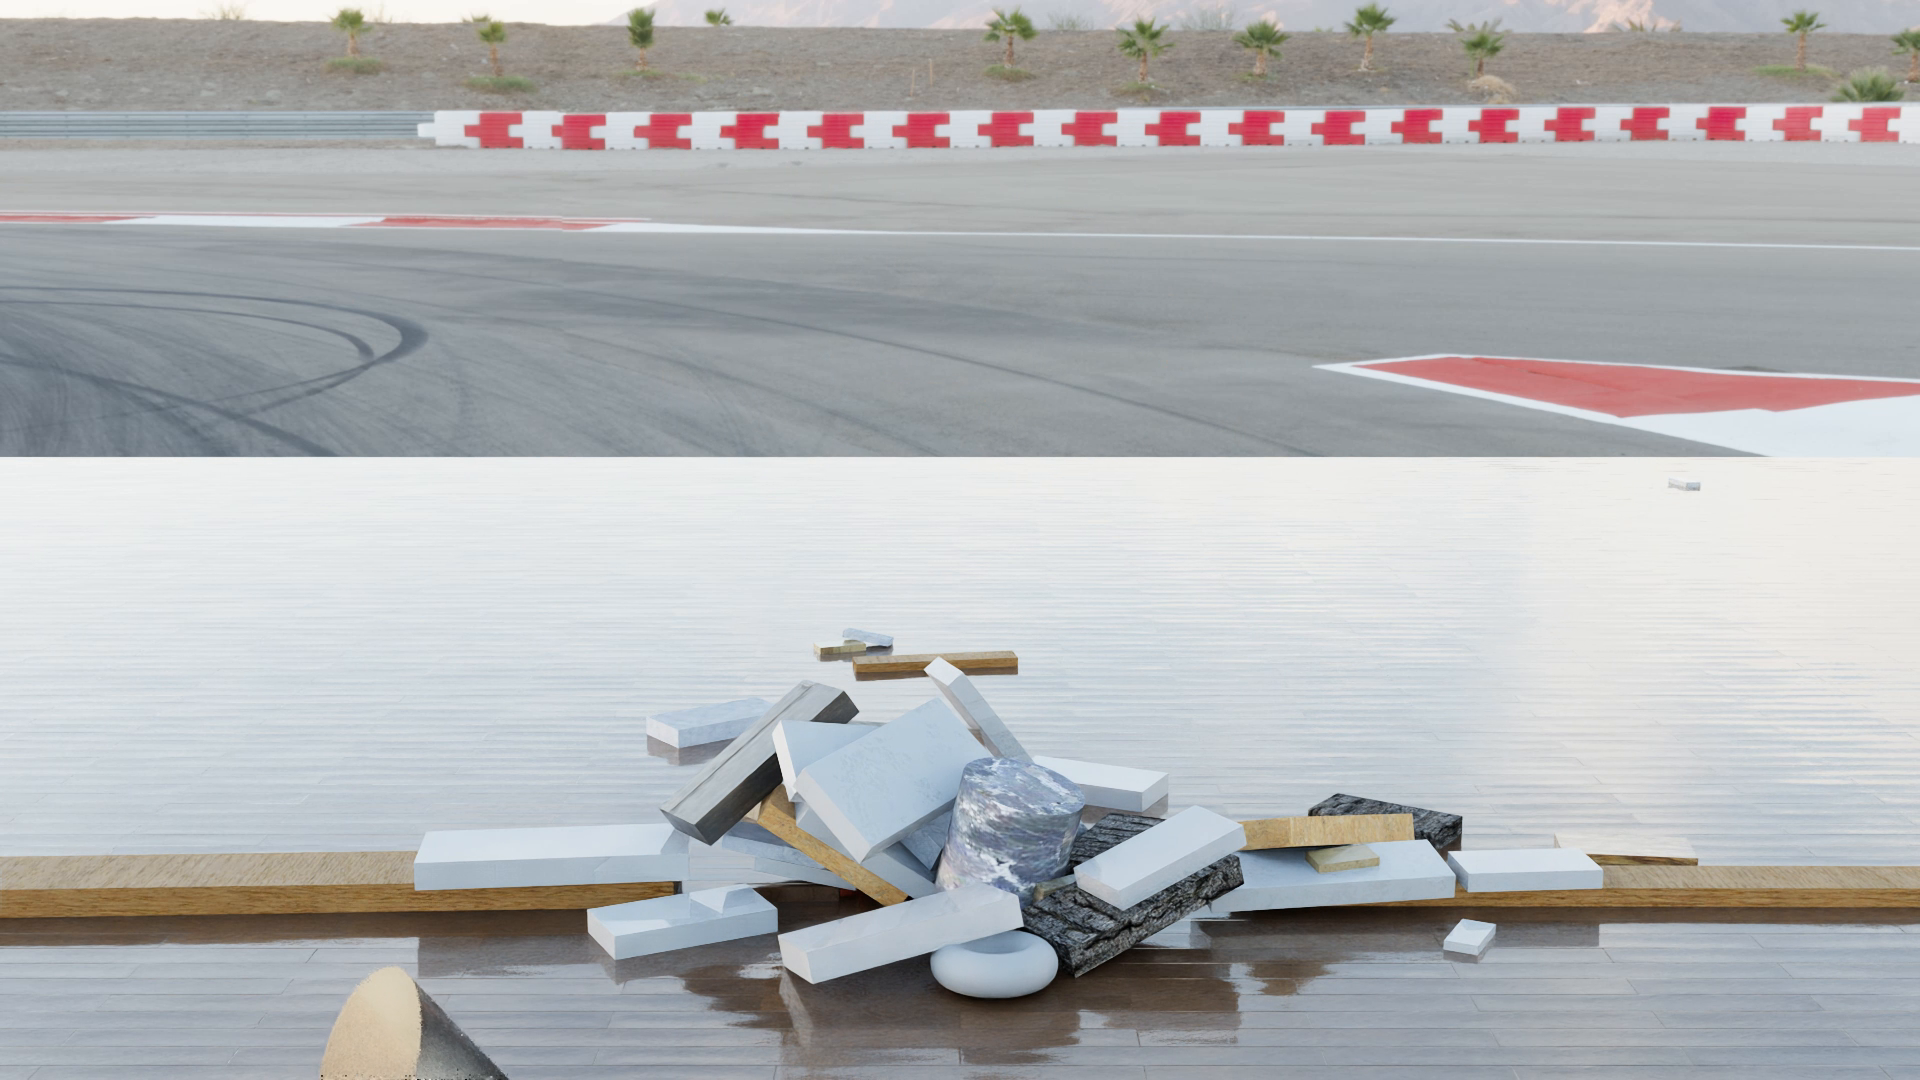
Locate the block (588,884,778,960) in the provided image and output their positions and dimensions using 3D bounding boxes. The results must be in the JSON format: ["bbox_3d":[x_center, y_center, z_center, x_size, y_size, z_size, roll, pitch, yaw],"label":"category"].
[{"bbox_3d":[-0.440,0.604,3.490,0.269,0.038,0.135,-5,12,-27],"label":"block"}]

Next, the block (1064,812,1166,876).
[{"bbox_3d":[0.281,0.540,3.832,0.139,0.039,0.277,4,11,23],"label":"block"}]

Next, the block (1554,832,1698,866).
[{"bbox_3d":[1.155,0.545,3.822,0.225,0.032,0.113,1,11,8],"label":"block"}]

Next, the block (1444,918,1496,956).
[{"bbox_3d":[0.801,0.623,3.452,0.054,0.015,0.107,6,12,27],"label":"block"}]

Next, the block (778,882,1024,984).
[{"bbox_3d":[-0.091,0.591,3.326,0.335,0.047,0.167,-12,2,-19],"label":"block"}]

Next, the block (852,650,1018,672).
[{"bbox_3d":[-0.059,0.289,5.232,0.387,0.021,0.074,-2,11,-10],"label":"block"}]

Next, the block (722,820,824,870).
[{"bbox_3d":[-0.307,0.506,3.660,0.173,0.024,0.086,12,10,-3],"label":"block"}]

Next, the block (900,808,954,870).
[{"bbox_3d":[0.016,0.480,3.776,0.327,0.046,0.163,-1,33,-49],"label":"block"}]

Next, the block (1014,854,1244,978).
[{"bbox_3d":[0.261,0.564,3.442,0.335,0.047,0.167,-23,21,-27],"label":"block"}]

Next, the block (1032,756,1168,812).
[{"bbox_3d":[0.246,0.467,4.224,0.277,0.039,0.139,5,12,25],"label":"block"}]

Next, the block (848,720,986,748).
[{"bbox_3d":[-0.073,0.378,3.729,0.269,0.038,0.135,7,46,-29],"label":"block"}]

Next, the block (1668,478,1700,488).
[{"bbox_3d":[2.611,-0.209,7.926,0.059,0.017,0.117,-2,11,-13],"label":"block"}]

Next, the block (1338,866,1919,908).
[{"bbox_3d":[1.099,0.575,3.660,1.233,0.032,0.113,0,11,0],"label":"block"}]

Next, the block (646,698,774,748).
[{"bbox_3d":[-0.512,0.386,4.664,0.271,0.038,0.135,-8,13,-36],"label":"block"}]

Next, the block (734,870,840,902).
[{"bbox_3d":[-0.287,0.577,3.672,0.173,0.024,0.086,0,11,-2],"label":"block"}]

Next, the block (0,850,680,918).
[{"bbox_3d":[-1.134,0.569,3.653,1.324,0.047,0.167,0,11,-3],"label":"block"}]

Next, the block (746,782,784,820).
[{"bbox_3d":[-0.240,0.477,4.149,0.327,0.046,0.163,-10,14,-43],"label":"block"}]

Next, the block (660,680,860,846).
[{"bbox_3d":[-0.337,0.368,3.685,0.335,0.047,0.167,-42,21,-19],"label":"block"}]

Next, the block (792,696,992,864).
[{"bbox_3d":[-0.097,0.385,3.575,0.167,0.047,0.335,47,41,16],"label":"block"}]

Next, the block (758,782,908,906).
[{"bbox_3d":[-0.207,0.503,3.624,0.271,0.038,0.135,34,8,-7],"label":"block"}]

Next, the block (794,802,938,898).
[{"bbox_3d":[-0.148,0.499,3.614,0.271,0.038,0.135,34,8,-13],"label":"block"}]

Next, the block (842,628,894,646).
[{"bbox_3d":[-0.227,0.240,5.440,0.117,0.017,0.059,11,7,9],"label":"block"}]

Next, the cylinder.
[{"bbox_3d":[0.080,0.486,3.549,0.202,0.202,0.202,13,17,-4],"label":"cylinder"}]

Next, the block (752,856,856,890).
[{"bbox_3d":[-0.255,0.542,3.663,0.173,0.024,0.086,12,10,-3],"label":"block"}]

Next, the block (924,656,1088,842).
[{"bbox_3d":[0.086,0.376,3.885,0.035,0.404,0.123,-41,21,-9],"label":"block"}]

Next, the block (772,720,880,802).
[{"bbox_3d":[-0.166,0.369,3.613,0.269,0.038,0.135,6,46,-30],"label":"block"}]

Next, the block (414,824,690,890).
[{"bbox_3d":[-0.669,0.523,3.643,0.439,0.046,0.163,-1,11,-6],"label":"block"}]

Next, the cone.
[{"bbox_3d":[-0.657,0.693,2.826,0.237,0.237,0.237,26,-8,-38],"label":"cone"}]

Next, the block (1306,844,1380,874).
[{"bbox_3d":[0.626,0.522,3.601,0.107,0.015,0.054,-5,18,-15],"label":"block"}]

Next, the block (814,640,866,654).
[{"bbox_3d":[-0.295,0.261,5.394,0.117,0.017,0.059,-4,11,-20],"label":"block"}]

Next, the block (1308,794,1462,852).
[{"bbox_3d":[0.771,0.512,3.993,0.247,0.035,0.123,7,13,34],"label":"block"}]

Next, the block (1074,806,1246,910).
[{"bbox_3d":[0.316,0.499,3.465,0.247,0.035,0.123,-23,20,-26],"label":"block"}]

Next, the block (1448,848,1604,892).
[{"bbox_3d":[0.935,0.546,3.643,0.225,0.032,0.113,-1,11,-5],"label":"block"}]

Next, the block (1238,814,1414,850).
[{"bbox_3d":[0.602,0.498,3.739,0.335,0.047,0.167,5,-13,-43],"label":"block"}]

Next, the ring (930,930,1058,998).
[{"bbox_3d":[0.051,0.630,3.278,0.191,0.064,0.191,0,7,0],"label":"ring"}]

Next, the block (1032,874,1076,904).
[{"bbox_3d":[0.185,0.575,3.523,0.160,0.080,0.023,-8,27,-35],"label":"block"}]

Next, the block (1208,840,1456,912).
[{"bbox_3d":[0.593,0.549,3.603,0.404,0.039,0.139,-2,17,-7],"label":"block"}]
